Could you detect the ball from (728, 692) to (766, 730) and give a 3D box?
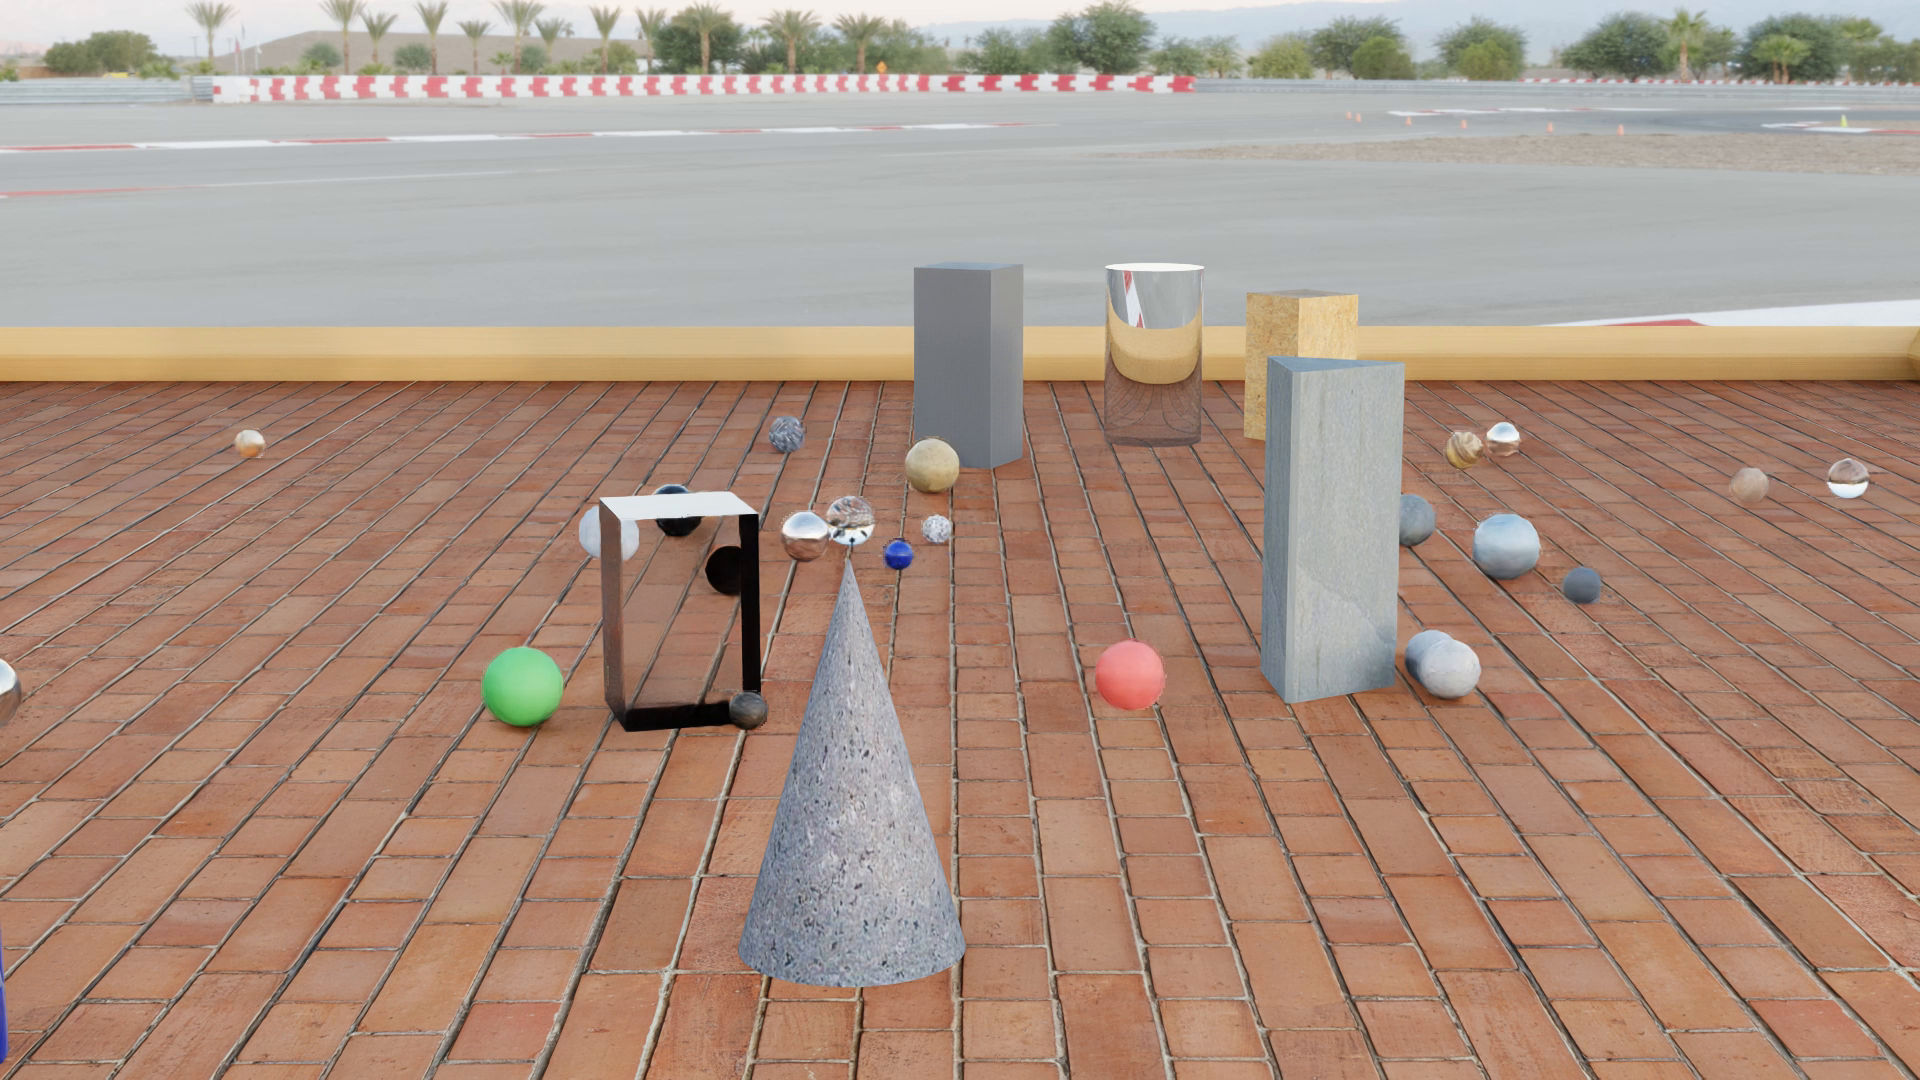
[{"bbox_3d":[-0.235,0.189,2.834,0.042,0.042,0.042,0,11,0],"label":"ball"}]

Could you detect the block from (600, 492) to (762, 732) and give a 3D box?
[{"bbox_3d":[-0.317,0.078,2.896,0.152,0.237,0.152,-3,11,-16],"label":"block"}]

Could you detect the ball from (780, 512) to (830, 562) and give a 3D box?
[{"bbox_3d":[-0.228,-0.005,3.788,0.074,0.074,0.074,0,11,0],"label":"ball"}]

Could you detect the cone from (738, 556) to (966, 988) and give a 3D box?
[{"bbox_3d":[-0.090,0.176,2.110,0.190,0.332,0.190,0,11,0],"label":"cone"}]

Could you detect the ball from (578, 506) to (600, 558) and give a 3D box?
[{"bbox_3d":[-0.524,-0.012,3.802,0.082,0.082,0.082,0,11,0],"label":"ball"}]

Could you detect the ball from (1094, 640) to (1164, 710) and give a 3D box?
[{"bbox_3d":[0.193,0.154,2.920,0.079,0.079,0.079,0,11,0],"label":"ball"}]

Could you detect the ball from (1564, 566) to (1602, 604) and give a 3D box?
[{"bbox_3d":[0.846,0.062,3.488,0.051,0.051,0.051,0,11,0],"label":"ball"}]

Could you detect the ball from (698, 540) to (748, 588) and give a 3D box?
[{"bbox_3d":[-0.332,0.033,3.597,0.069,0.069,0.069,0,11,0],"label":"ball"}]

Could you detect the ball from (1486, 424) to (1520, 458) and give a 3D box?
[{"bbox_3d":[1.013,-0.186,4.789,0.063,0.063,0.063,0,11,0],"label":"ball"}]

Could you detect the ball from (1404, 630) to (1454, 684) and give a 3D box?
[{"bbox_3d":[0.559,0.139,3.034,0.066,0.066,0.066,0,11,0],"label":"ball"}]

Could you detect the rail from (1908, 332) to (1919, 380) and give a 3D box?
[{"bbox_3d":[2.218,0.029,3.462,0.045,0.123,5.066,0,11,0],"label":"rail"}]

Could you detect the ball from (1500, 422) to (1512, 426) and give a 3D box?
[{"bbox_3d":[1.037,-0.199,4.891,0.051,0.051,0.051,0,11,0],"label":"ball"}]

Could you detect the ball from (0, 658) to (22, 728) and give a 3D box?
[{"bbox_3d":[-1.077,0.169,2.814,0.089,0.089,0.089,0,11,0],"label":"ball"}]

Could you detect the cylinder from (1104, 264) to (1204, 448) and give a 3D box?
[{"bbox_3d":[0.375,-0.361,4.978,0.190,0.337,0.190,0,11,0],"label":"cylinder"}]

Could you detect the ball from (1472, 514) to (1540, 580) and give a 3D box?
[{"bbox_3d":[0.777,0.010,3.652,0.095,0.095,0.095,0,11,0],"label":"ball"}]

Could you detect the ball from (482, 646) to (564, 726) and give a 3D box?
[{"bbox_3d":[-0.485,0.163,2.847,0.088,0.088,0.088,0,11,0],"label":"ball"}]

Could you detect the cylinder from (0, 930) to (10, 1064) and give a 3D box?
[{"bbox_3d":[-0.801,0.197,1.854,0.190,0.386,0.190,0,11,0],"label":"cylinder"}]

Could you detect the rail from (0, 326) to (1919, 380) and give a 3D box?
[{"bbox_3d":[-0.014,-0.428,5.916,4.483,0.123,0.045,0,11,0],"label":"rail"}]

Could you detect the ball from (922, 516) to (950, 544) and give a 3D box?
[{"bbox_3d":[-0.036,-0.016,3.932,0.044,0.044,0.044,0,11,0],"label":"ball"}]

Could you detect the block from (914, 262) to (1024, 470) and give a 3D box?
[{"bbox_3d":[0.017,-0.324,4.718,0.152,0.360,0.152,5,12,24],"label":"block"}]

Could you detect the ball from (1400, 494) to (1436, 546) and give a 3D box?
[{"bbox_3d":[0.684,-0.030,3.905,0.080,0.080,0.080,0,11,0],"label":"ball"}]

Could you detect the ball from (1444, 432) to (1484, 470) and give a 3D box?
[{"bbox_3d":[0.911,-0.162,4.642,0.069,0.069,0.069,0,11,0],"label":"ball"}]

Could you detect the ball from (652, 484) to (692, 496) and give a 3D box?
[{"bbox_3d":[-0.452,-0.051,4.032,0.075,0.075,0.075,0,11,0],"label":"ball"}]

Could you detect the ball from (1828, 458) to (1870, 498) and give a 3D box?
[{"bbox_3d":[1.501,-0.104,4.335,0.067,0.067,0.067,0,11,0],"label":"ball"}]

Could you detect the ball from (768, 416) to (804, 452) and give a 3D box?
[{"bbox_3d":[-0.328,-0.200,4.850,0.068,0.068,0.068,0,11,0],"label":"ball"}]

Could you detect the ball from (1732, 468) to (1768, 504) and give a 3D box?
[{"bbox_3d":[1.321,-0.092,4.291,0.060,0.060,0.060,0,11,0],"label":"ball"}]

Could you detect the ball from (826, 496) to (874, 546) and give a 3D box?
[{"bbox_3d":[-0.168,-0.029,3.911,0.075,0.075,0.075,0,11,0],"label":"ball"}]

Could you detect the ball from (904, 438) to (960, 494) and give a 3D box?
[{"bbox_3d":[-0.048,-0.125,4.377,0.095,0.095,0.095,0,11,0],"label":"ball"}]

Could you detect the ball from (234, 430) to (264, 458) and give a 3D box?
[{"bbox_3d":[-1.321,-0.178,4.772,0.054,0.054,0.054,0,11,0],"label":"ball"}]

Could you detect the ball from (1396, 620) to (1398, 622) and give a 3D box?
[{"bbox_3d":[0.501,0.100,3.193,0.084,0.084,0.084,0,11,0],"label":"ball"}]

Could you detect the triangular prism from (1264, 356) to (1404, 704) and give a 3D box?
[{"bbox_3d":[0.407,-0.020,3.021,0.165,0.383,0.143,-7,13,-33],"label":"triangular prism"}]

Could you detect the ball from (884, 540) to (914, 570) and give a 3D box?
[{"bbox_3d":[-0.089,0.022,3.727,0.042,0.042,0.042,0,11,0],"label":"ball"}]

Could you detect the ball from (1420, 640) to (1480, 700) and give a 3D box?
[{"bbox_3d":[0.566,0.150,2.967,0.070,0.070,0.070,0,11,0],"label":"ball"}]

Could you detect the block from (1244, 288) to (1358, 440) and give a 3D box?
[{"bbox_3d":[0.665,-0.339,5.010,0.152,0.283,0.152,-7,13,-34],"label":"block"}]
